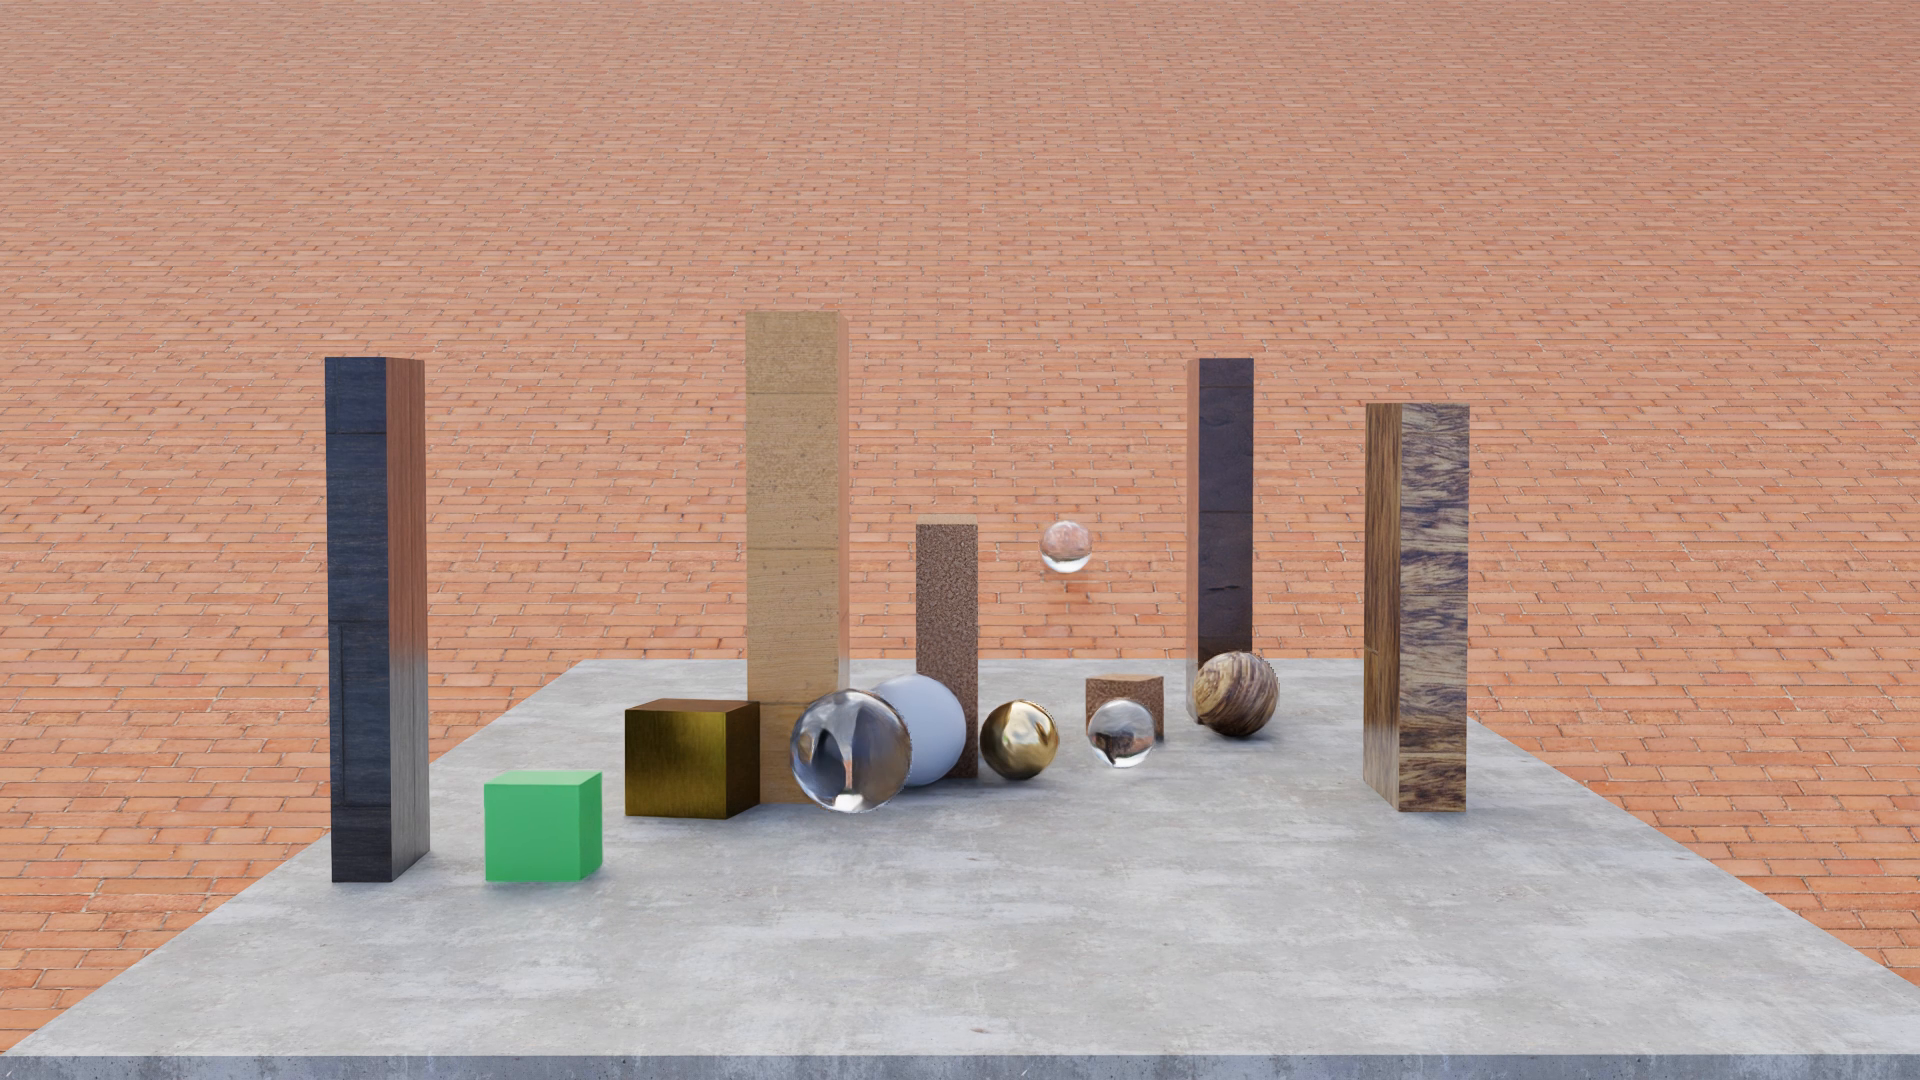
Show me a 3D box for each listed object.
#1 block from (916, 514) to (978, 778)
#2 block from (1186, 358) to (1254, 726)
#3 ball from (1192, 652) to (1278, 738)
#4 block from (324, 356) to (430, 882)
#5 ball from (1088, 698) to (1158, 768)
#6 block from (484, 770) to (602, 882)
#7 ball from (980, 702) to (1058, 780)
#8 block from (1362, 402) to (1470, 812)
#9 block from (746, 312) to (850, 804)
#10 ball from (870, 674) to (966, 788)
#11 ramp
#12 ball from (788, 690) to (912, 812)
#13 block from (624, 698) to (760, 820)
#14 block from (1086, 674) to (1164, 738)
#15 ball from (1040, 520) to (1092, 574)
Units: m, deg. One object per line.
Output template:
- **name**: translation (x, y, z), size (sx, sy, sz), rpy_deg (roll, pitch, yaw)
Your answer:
- **block**: translation (-0.023, 0.181, 4.619), size (0.107, 0.438, 0.410), rpy_deg (0, 3, 0)
- **block**: translation (0.531, -0.002, 5.275), size (0.109, 0.735, 0.263), rpy_deg (0, 3, 0)
- **ball**: translation (0.533, 0.298, 4.976), size (0.166, 0.166, 0.166), rpy_deg (0, 22, 0)
- **block**: translation (-0.805, 0.102, 3.564), size (0.081, 0.705, 0.251), rpy_deg (0, 3, 0)
- **ball**: translation (0.287, 0.342, 4.548), size (0.122, 0.122, 0.122), rpy_deg (0, 22, 0)
- **block**: translation (-0.571, 0.391, 3.531), size (0.131, 0.131, 0.131), rpy_deg (0, 3, 6)
- **ball**: translation (0.101, 0.344, 4.408), size (0.134, 0.134, 0.134), rpy_deg (0, 22, 0)
- **block**: translation (0.744, 0.098, 4.214), size (0.106, 0.644, 0.356), rpy_deg (0, 3, 0)
- **block**: translation (-0.269, 0.019, 4.341), size (0.147, 0.791, 0.426), rpy_deg (0, 3, 0)
- **ball**: translation (-0.083, 0.320, 4.326), size (0.190, 0.190, 0.190), rpy_deg (0, 22, 0)
- **ramp**: translation (0.050, 0.455, 4.532), size (2.000, 0.100, 4.000), rpy_deg (0, 3, 0)
- **ball**: translation (-0.172, 0.332, 4.049), size (0.194, 0.194, 0.194), rpy_deg (0, 22, 0)
- **block**: translation (-0.423, 0.345, 4.078), size (0.167, 0.167, 0.167), rpy_deg (1, 3, 14)
- **block**: translation (0.320, 0.324, 4.995), size (0.114, 0.114, 0.114), rpy_deg (2, 3, 29)
- **ball**: translation (0.301, 0.019, 7.294), size (0.149, 0.149, 0.149), rpy_deg (0, 22, 0)
